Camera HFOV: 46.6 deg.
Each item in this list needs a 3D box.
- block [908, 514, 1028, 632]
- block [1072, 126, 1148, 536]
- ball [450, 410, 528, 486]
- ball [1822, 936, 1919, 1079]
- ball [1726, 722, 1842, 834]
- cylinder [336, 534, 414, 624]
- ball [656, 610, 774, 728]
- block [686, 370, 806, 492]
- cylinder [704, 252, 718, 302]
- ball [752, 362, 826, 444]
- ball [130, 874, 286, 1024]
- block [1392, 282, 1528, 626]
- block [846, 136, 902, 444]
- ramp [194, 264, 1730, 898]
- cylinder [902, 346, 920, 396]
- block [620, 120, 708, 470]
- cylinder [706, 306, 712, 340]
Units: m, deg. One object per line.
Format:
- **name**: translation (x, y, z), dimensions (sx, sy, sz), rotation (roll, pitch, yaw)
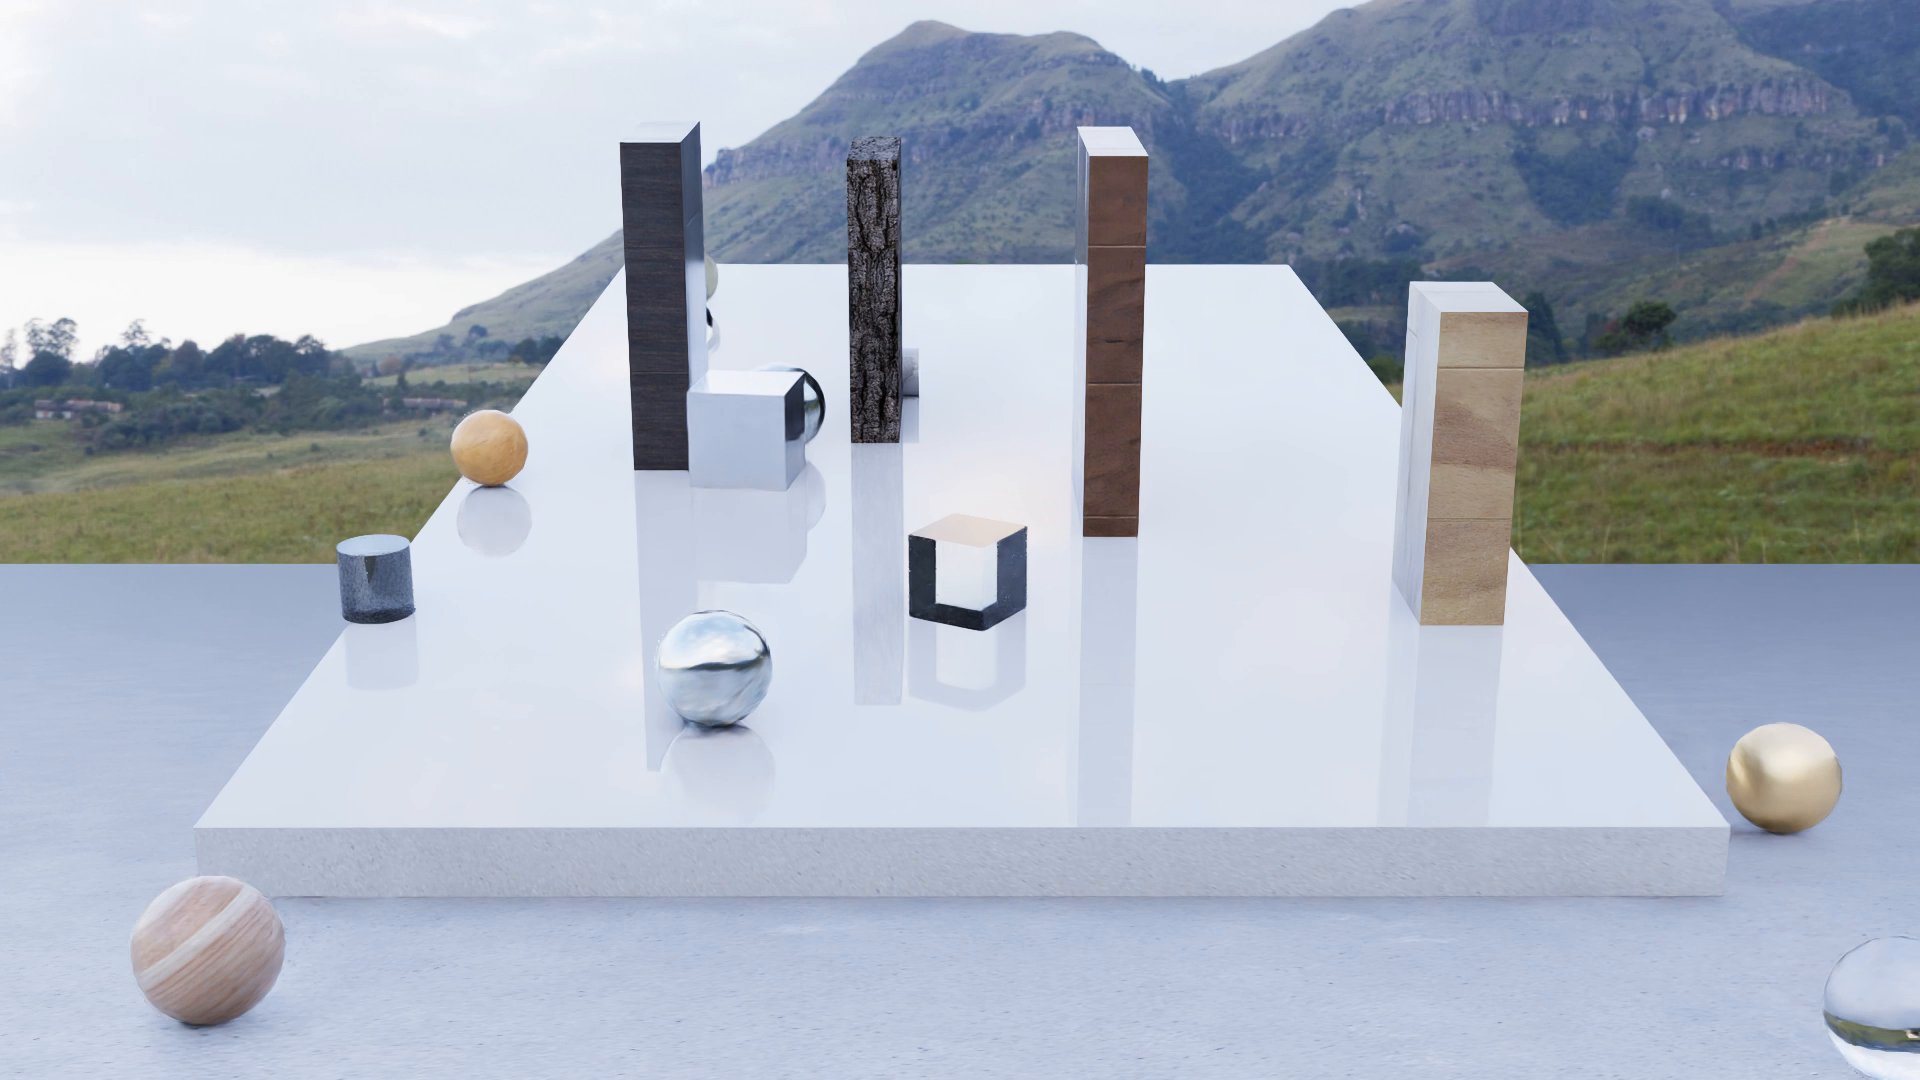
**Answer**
- **block**: translation (0.014, 0.052, 3.683), dimensions (0.143, 0.143, 0.143), rotation (10, 20, 30)
- **block**: translation (0.277, -0.400, 4.194), dimensions (0.103, 0.698, 0.409), rotation (0, 17, 0)
- **ball**: translation (-0.930, -0.182, 4.408), dimensions (0.151, 0.151, 0.151), rotation (0, 0, 0)
- **ball**: translation (0.796, 0.398, 1.886), dimensions (0.125, 0.125, 0.125), rotation (0, 0, 0)
- **ball**: translation (1.333, 0.385, 3.609), dimensions (0.179, 0.179, 0.179), rotation (0, 0, 0)
- **cylinder**: translation (-0.965, 0.064, 3.682), dimensions (0.117, 0.117, 0.117), rotation (0, 17, 0)
- **ball**: translation (-0.354, 0.185, 3.215), dimensions (0.169, 0.169, 0.169), rotation (0, 0, 0)
- **block**: translation (-0.425, -0.221, 4.461), dimensions (0.194, 0.194, 0.194), rotation (2, 18, 7)
- **cylinder**: translation (-0.766, -0.734, 6.135), dimensions (0.166, 0.166, 0.166), rotation (0, 16, -22)
- **ball**: translation (-0.375, -0.276, 4.640), dimensions (0.191, 0.191, 0.191), rotation (0, 0, 0)
- **ball**: translation (-0.720, 0.393, 2.138), dimensions (0.141, 0.141, 0.141), rotation (0, 0, 0)
- **block**: translation (0.820, -0.146, 3.683), dimensions (0.137, 0.521, 0.247), rotation (0, 17, 0)
- **block**: translation (-0.181, -0.547, 4.824), dimensions (0.103, 0.599, 0.371), rotation (0, 17, 0)
- **ramp**: translation (-0.003, -0.180, 4.822), dimensions (2.000, 0.100, 4.000), rotation (0, 17, 0)
- **cylinder**: translation (-0.150, -0.389, 5.128), dimensions (0.114, 0.114, 0.114), rotation (0, 0, 1)
- **block**: translation (-0.603, -0.509, 4.596), dimensions (0.119, 0.662, 0.349), rotation (0, 17, 0)
- **cylinder**: translation (-0.714, -0.549, 5.550), dimensions (0.165, 0.165, 0.165), rotation (0, 17, -19)
